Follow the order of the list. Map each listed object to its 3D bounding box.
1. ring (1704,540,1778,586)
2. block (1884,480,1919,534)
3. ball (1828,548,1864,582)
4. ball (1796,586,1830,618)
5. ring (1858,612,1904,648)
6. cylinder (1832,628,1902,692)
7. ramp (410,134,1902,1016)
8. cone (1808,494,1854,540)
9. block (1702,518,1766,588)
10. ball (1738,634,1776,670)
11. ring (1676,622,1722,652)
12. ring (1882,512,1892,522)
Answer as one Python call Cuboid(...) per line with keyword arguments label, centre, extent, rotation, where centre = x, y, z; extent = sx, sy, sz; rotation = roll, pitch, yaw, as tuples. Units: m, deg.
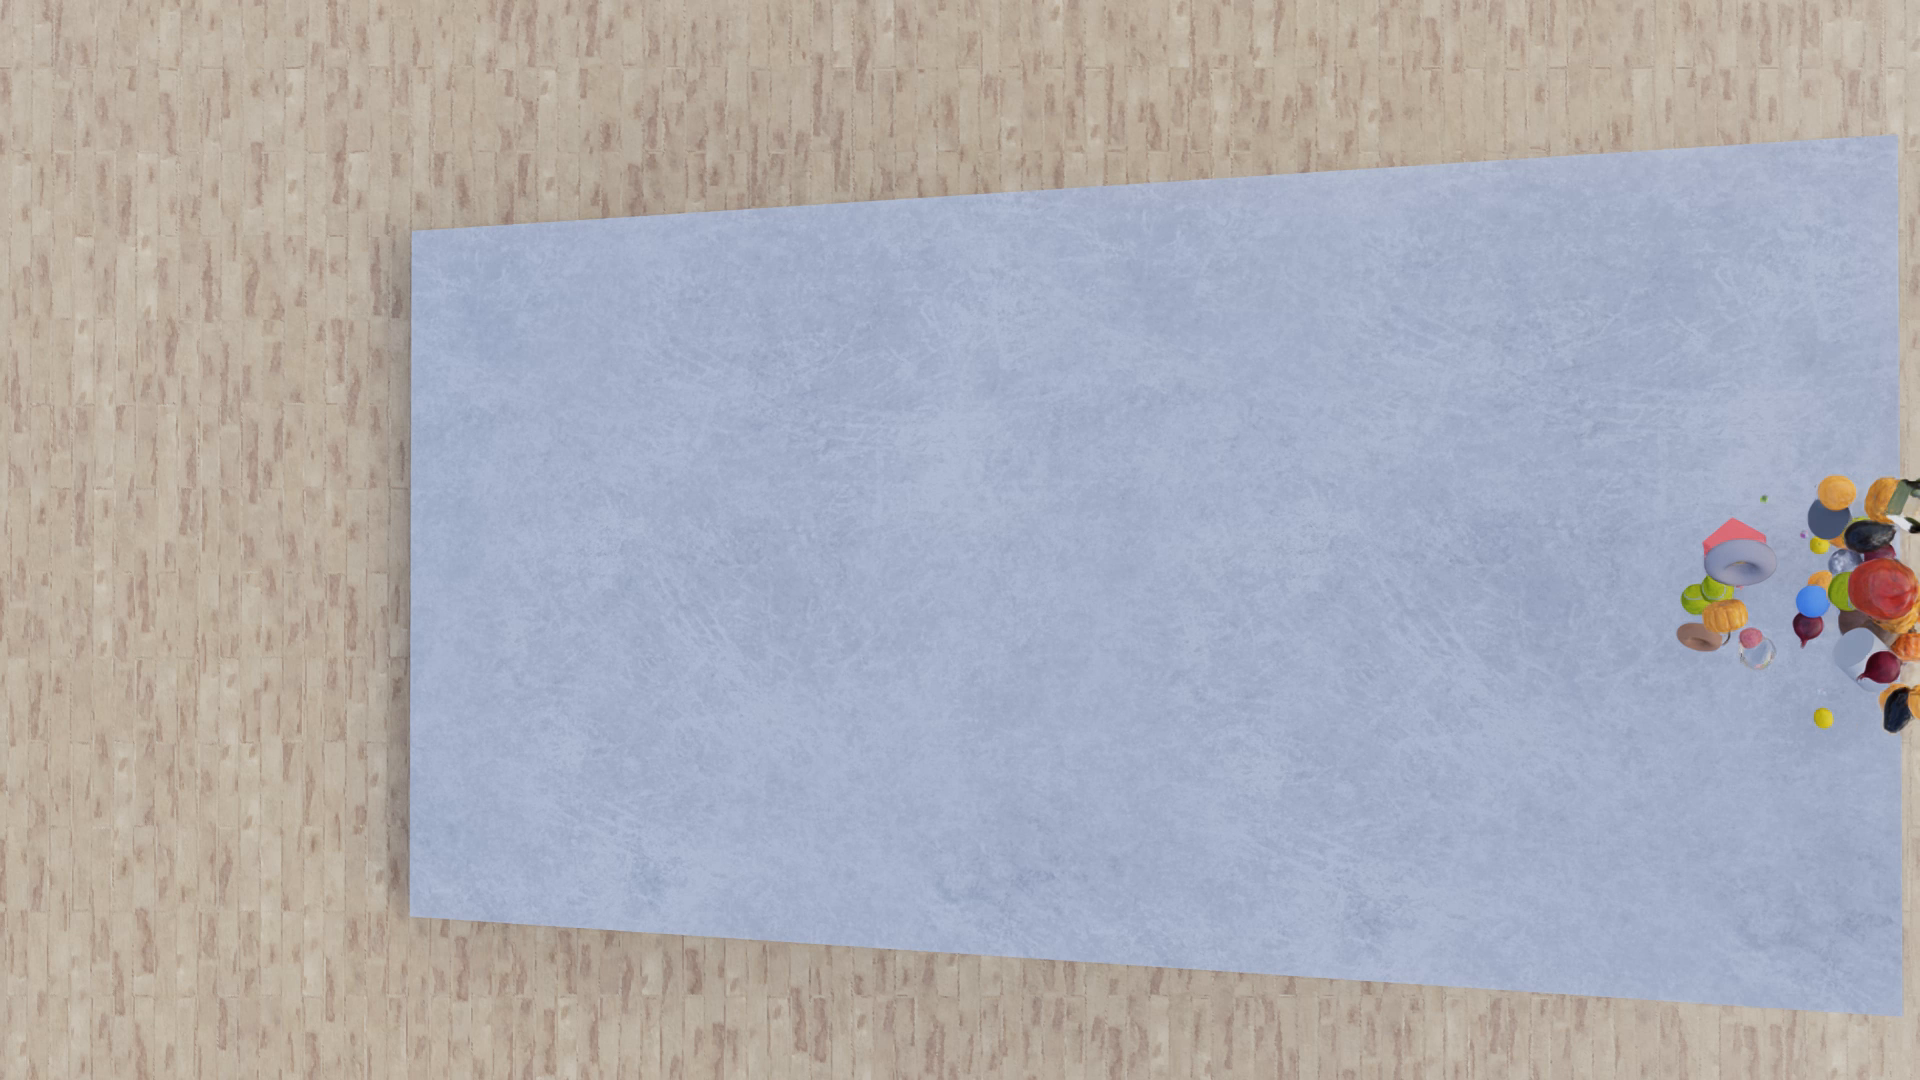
Cuboid(label="ring", centre=(1.635, 0.048, 4.605), extent=(0.146, 0.146, 0.049), rotation=(9, 59, 0))
Cuboid(label="block", centre=(1.719, -0.057, 3.940), extent=(0.071, 0.071, 0.071), rotation=(30, 85, -23))
Cuboid(label="ball", centre=(1.794, 0.051, 4.453), extent=(0.067, 0.067, 0.067), rotation=(0, 89, 0))
Cuboid(label="ball", centre=(1.696, 0.122, 4.372), extent=(0.065, 0.065, 0.065), rotation=(0, 89, 0))
Cuboid(label="ring", centre=(1.787, 0.191, 4.307), extent=(0.137, 0.137, 0.046), rotation=(-40, 88, 0))
Cuboid(label="cylinder", centre=(1.689, 0.224, 4.096), extent=(0.087, 0.087, 0.087), rotation=(37, 89, -22))
Cuboid(label="ramp", centre=(0.282, 0.088, 5.747), extent=(4.000, 0.100, 2.000), rotation=(0, 89, 21))
Cuboid(label="cone", centre=(1.795, -0.042, 4.479), extent=(0.093, 0.093, 0.093), rotation=(8, 89, -37))
Cuboid(label="block", centre=(1.730, 0.029, 4.899), extent=(0.094, 0.094, 0.094), rotation=(-37, 130, -12))
Cuboid(label="ball", centre=(1.661, 0.234, 4.579), extent=(0.073, 0.073, 0.073), rotation=(0, 89, 0))
Cuboid(label="ring", centre=(1.616, 0.213, 4.805), extent=(0.098, 0.098, 0.033), rotation=(22, 69, 0))
Cuboid(label="ring", centre=(1.852, -0.067, 4.322), extent=(0.087, 0.087, 0.029), rotation=(-38, 80, 0))
